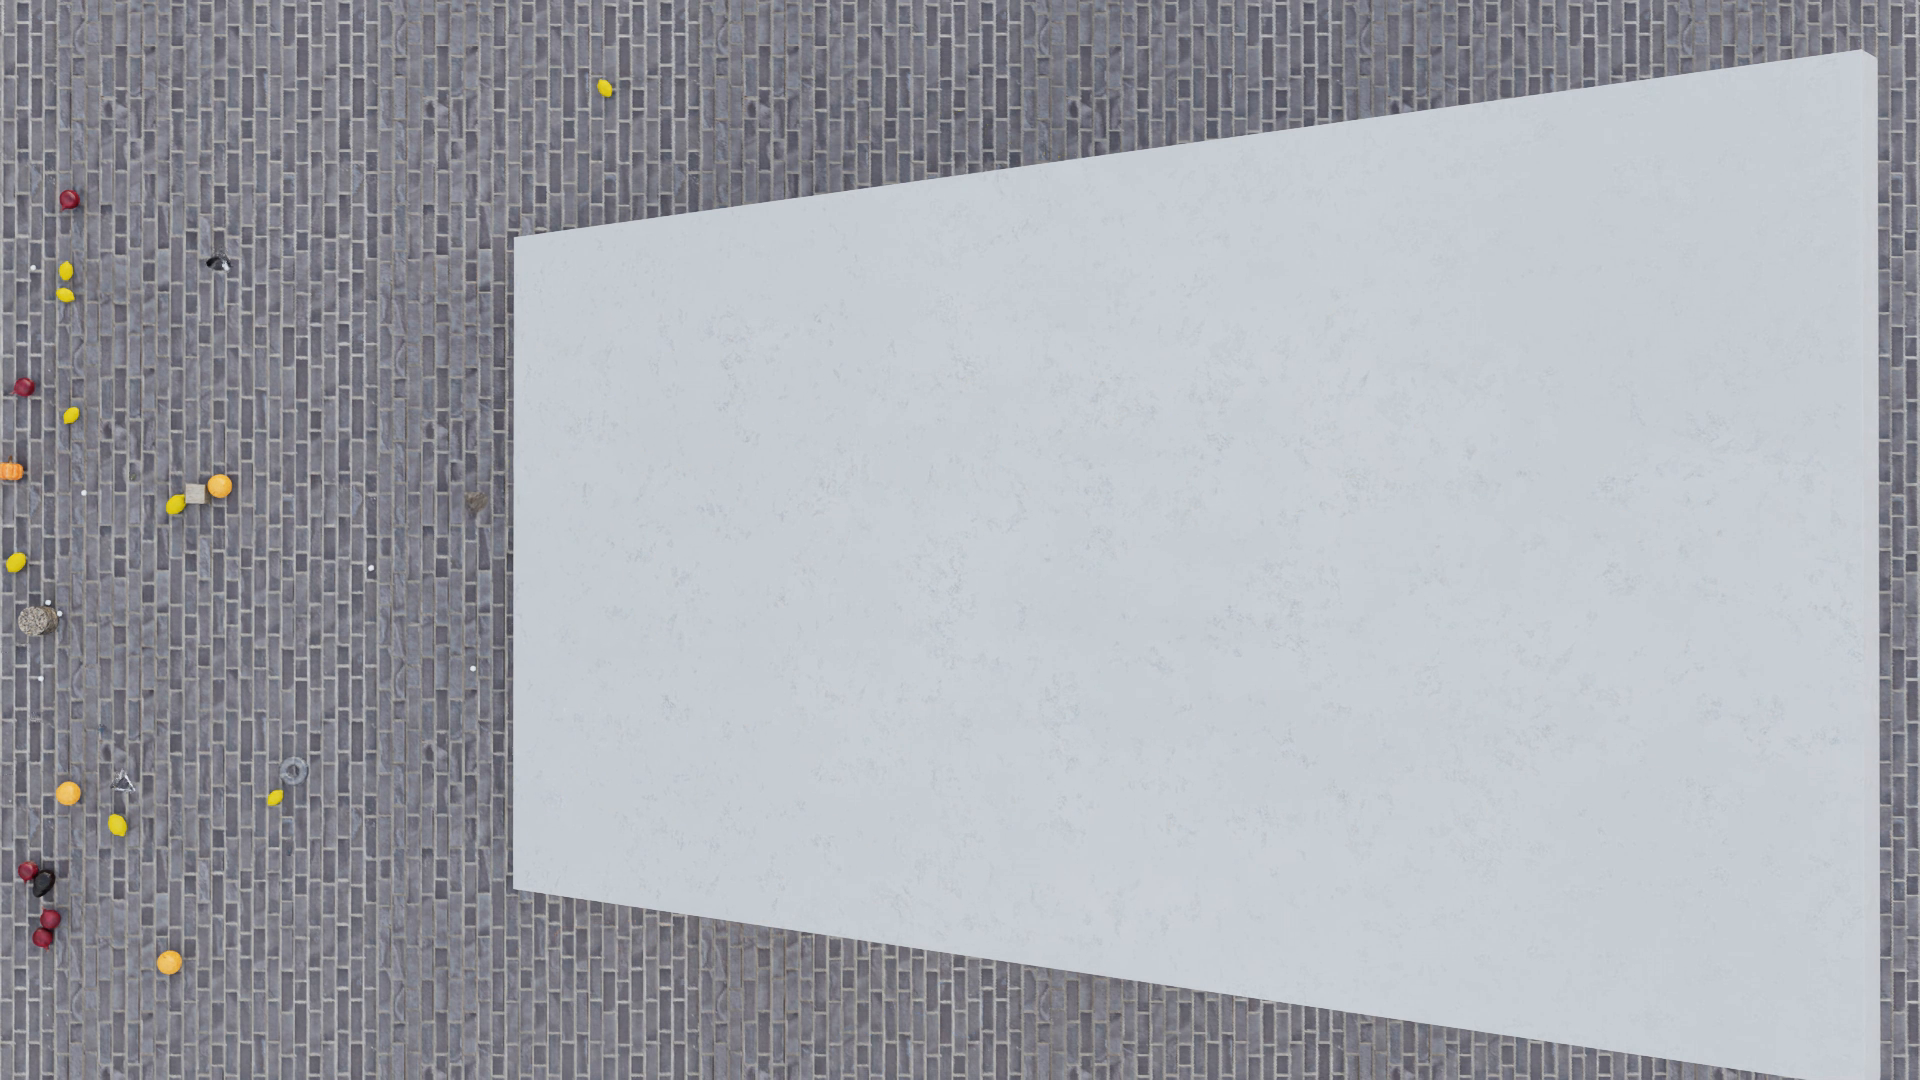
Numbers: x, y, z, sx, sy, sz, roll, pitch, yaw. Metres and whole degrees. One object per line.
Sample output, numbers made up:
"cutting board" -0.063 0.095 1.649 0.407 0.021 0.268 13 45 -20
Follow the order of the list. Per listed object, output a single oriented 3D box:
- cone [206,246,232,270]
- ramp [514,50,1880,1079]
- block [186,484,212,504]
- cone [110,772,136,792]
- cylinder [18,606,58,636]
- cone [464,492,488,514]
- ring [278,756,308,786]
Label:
"cone" -2.295 -0.885 6.818 0.072 0.072 0.072 -5 63 0
"ramp" 0.216 0.062 5.531 4.000 0.100 2.000 0 90 39
"block" -2.356 -0.142 6.801 0.058 0.058 0.058 1 90 0
"cone" -2.582 0.761 6.809 0.067 0.067 0.067 34 90 -34
"cylinder" -2.842 0.249 6.783 0.089 0.089 0.089 0 90 0
"cone" -1.516 -0.131 6.813 0.073 0.073 0.073 32 90 27
"ring" -2.063 0.715 6.809 0.095 0.032 0.095 0 88 1
